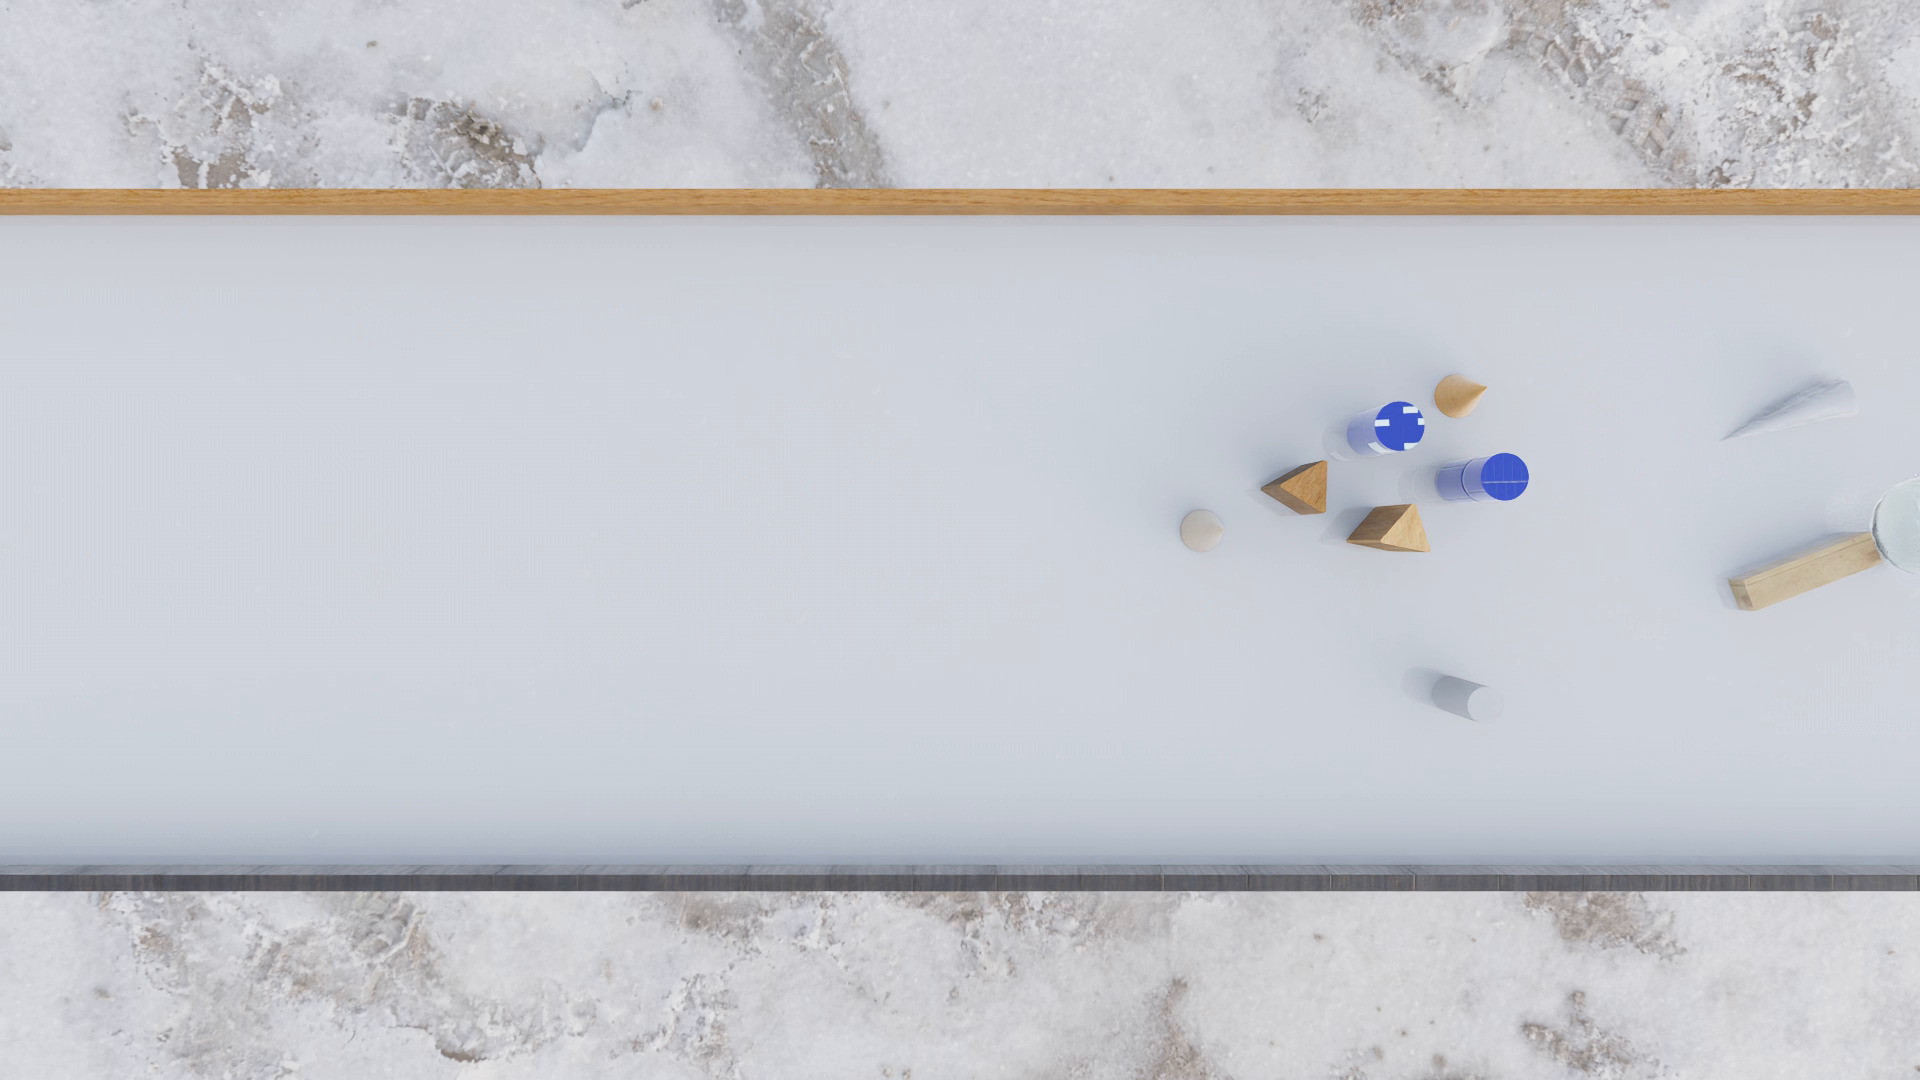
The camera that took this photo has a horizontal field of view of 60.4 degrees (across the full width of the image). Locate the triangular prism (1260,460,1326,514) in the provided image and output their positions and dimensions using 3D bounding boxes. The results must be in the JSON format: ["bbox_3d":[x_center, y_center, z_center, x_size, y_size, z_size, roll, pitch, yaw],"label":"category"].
[{"bbox_3d":[1.023,-0.174,4.920,0.151,0.314,0.131,32,90,0],"label":"triangular prism"}]

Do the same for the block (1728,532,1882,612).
[{"bbox_3d":[2.573,0.095,5.026,0.412,0.101,0.101,-21,90,0],"label":"block"}]

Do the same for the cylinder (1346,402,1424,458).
[{"bbox_3d":[1.262,-0.327,4.904,0.143,0.344,0.143,0,90,0],"label":"cylinder"}]

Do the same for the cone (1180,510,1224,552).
[{"bbox_3d":[0.743,-0.028,4.853,0.133,0.447,0.133,0,90,0],"label":"cone"}]

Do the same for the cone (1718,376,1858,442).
[{"bbox_3d":[2.515,-0.371,5.046,0.403,0.121,0.121,-20,90,9],"label":"cone"}]

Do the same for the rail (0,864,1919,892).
[{"bbox_3d":[-2.247,1.025,5.001,12.000,0.150,0.050,0,90,0],"label":"rail"}]

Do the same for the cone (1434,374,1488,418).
[{"bbox_3d":[1.528,-0.443,4.925,0.136,0.302,0.136,0,90,0],"label":"cone"}]

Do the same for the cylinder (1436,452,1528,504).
[{"bbox_3d":[1.531,-0.178,4.856,0.136,0.442,0.136,0,90,0],"label":"cylinder"}]

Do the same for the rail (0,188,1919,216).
[{"bbox_3d":[-2.247,-1.025,5.002,12.000,0.150,0.050,0,90,0],"label":"rail"}]

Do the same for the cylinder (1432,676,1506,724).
[{"bbox_3d":[1.506,0.473,4.898,0.108,0.357,0.108,0,90,0],"label":"cylinder"}]

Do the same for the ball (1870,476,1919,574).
[{"bbox_3d":[2.892,-0.043,4.927,0.299,0.299,0.299,0,90,0],"label":"ball"}]

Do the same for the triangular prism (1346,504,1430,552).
[{"bbox_3d":[1.271,-0.042,4.867,0.142,0.418,0.123,11,90,0],"label":"triangular prism"}]
